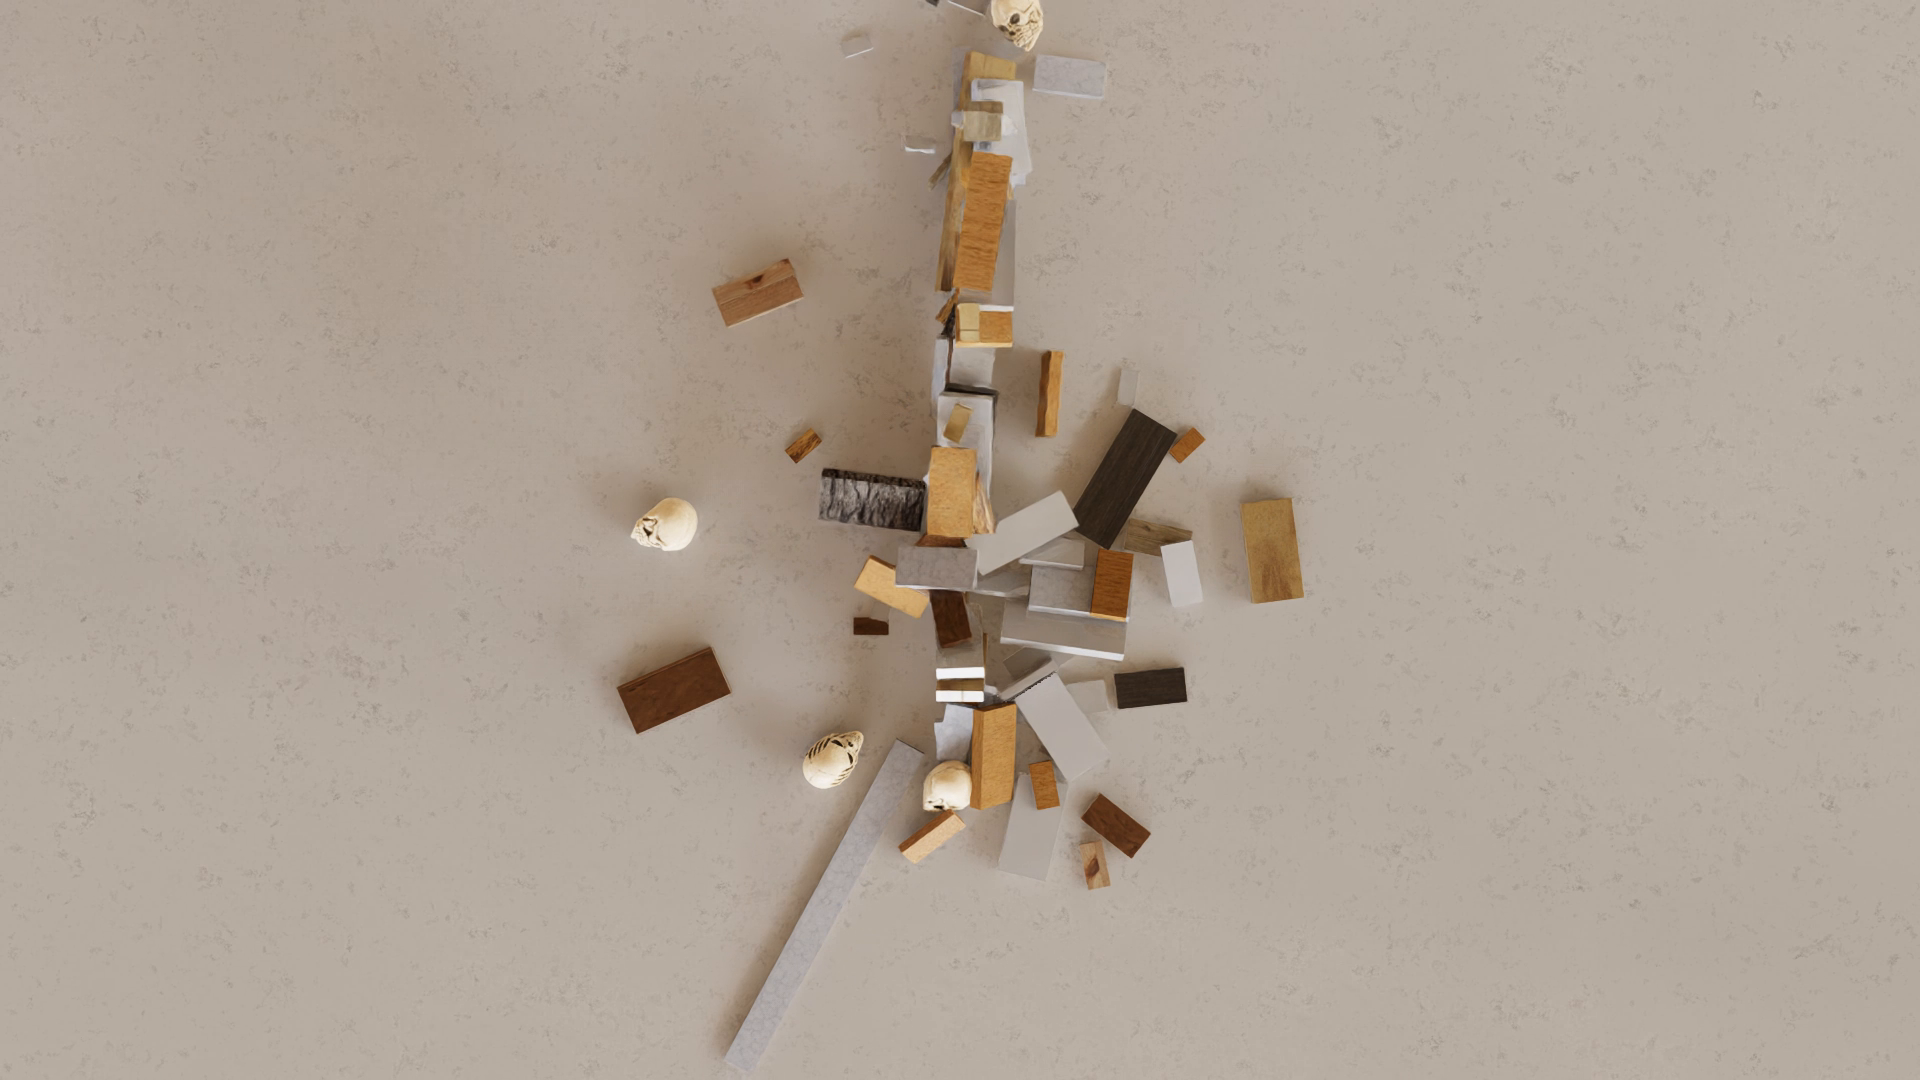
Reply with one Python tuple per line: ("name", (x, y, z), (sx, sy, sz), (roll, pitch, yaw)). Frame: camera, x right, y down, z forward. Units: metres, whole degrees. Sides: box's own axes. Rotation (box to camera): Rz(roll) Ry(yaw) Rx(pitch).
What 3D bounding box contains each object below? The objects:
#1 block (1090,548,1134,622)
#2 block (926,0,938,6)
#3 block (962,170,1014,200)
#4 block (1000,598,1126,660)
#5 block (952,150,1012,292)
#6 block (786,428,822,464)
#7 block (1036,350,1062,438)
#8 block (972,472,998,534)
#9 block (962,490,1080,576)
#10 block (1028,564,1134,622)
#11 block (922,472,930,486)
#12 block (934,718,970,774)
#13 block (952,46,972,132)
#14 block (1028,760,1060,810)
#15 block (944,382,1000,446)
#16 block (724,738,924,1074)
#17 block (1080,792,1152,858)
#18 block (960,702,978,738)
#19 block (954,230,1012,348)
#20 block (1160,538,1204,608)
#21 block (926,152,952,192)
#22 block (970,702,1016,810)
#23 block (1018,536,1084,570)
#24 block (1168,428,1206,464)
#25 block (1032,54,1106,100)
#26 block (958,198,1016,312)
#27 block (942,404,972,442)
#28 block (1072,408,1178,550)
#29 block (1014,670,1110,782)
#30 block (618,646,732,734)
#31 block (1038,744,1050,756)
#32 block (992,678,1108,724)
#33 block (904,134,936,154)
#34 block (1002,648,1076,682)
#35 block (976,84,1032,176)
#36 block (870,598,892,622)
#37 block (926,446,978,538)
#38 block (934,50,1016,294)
("block", (0.499, 0.148, 5.414), (0.116, 0.033, 0.231), (9, 66, 1))
("block", (-0.118, -1.807, 5.475), (0.100, 0.050, 0.014), (27, 90, 0))
("block", (0.087, -1.085, 5.069), (0.130, 0.259, 0.037), (2, 88, 8))
("block", (0.344, 0.285, 5.437), (0.405, 0.047, 0.167), (8, 61, 1))
("block", (0.066, -0.940, 4.874), (0.116, 0.033, 0.397), (10, 103, 5))
("block", (-0.520, -0.313, 5.492), (0.116, 0.016, 0.058), (-40, 90, 0))
("block", (0.294, -0.478, 5.429), (0.039, 0.137, 0.275), (5, 90, -9))
("block", (0.024, -0.116, 5.245), (0.131, 0.263, 0.037), (-1, 52, 16))
("block", (0.198, -0.022, 5.387), (0.372, 0.037, 0.131), (-27, 90, -15))
("block", (0.398, 0.167, 5.444), (0.334, 0.047, 0.167), (7, 66, 0))
("block", (-0.059, -0.211, 5.230), (0.114, 0.016, 0.057), (-39, 102, 22))
("block", (-0.027, 0.677, 5.443), (0.099, 0.028, 0.197), (-4, 115, 3))
("block", (0.012, -1.415, 5.491), (0.067, 0.019, 0.452), (-1, 90, 0))
("block", (0.278, 0.809, 5.443), (0.076, 0.022, 0.152), (-11, 90, 0))
("block", (0.021, -0.322, 5.256), (0.169, 0.048, 0.338), (9, 114, 6))
("block", (-0.450, 1.217, 5.485), (0.107, 0.030, 1.207), (28, 90, 0))
("block", (0.518, 0.949, 5.485), (0.214, 0.030, 0.107), (38, 90, 0))
("block", (0.003, 0.568, 5.422), (0.099, 0.028, 0.197), (11, 133, 0))
("block", (0.070, -0.765, 5.028), (0.169, 0.048, 0.355), (0, 79, -4))
("block", (0.735, 0.109, 5.462), (0.105, 0.030, 0.211), (-12, 100, 5))
("block", (-0.063, -1.217, 5.450), (0.019, 0.067, 0.134), (36, 75, 0))
("block", (0.109, 0.705, 5.399), (0.046, 0.164, 0.328), (9, 101, 41))
("block", (0.304, 0.037, 5.459), (0.211, 0.030, 0.105), (7, 58, 0))
("block", (0.755, -0.315, 5.492), (0.116, 0.016, 0.058), (-44, 90, 0))
("block", (0.364, -1.540, 5.484), (0.231, 0.033, 0.116), (7, 90, 0))
("block", (0.083, -0.862, 4.990), (0.168, 0.048, 0.336), (2, 80, 0))
("block", (-0.008, -0.365, 5.154), (0.057, 0.016, 0.114), (24, 115, -1))
("block", (0.533, -0.201, 5.476), (0.170, 0.048, 0.447), (31, 90, 0))
("block", (0.335, 0.614, 5.448), (0.164, 0.046, 0.328), (-33, 92, 1))
("block", (-0.947, 0.497, 5.476), (0.339, 0.048, 0.170), (-24, 90, 0))
("block", (0.346, 0.696, 5.489), (0.152, 0.022, 0.076), (22, 90, 0))
("block", (0.299, 0.541, 5.485), (0.375, 0.030, 0.104), (-8, 90, 0))
("block", (-0.126, -1.243, 5.175), (0.100, 0.014, 0.050), (0, 67, -20))
("block", (0.269, 0.389, 5.484), (0.231, 0.033, 0.116), (-33, 90, 0))
("block", (0.145, -1.332, 5.379), (0.130, 0.037, 0.281), (-16, 100, -24))
("block", (-0.257, 0.210, 5.482), (0.059, 0.017, 0.117), (13, 80, 0))
("block", (-0.026, -0.150, 5.124), (0.137, 0.039, 0.274), (5, 98, 15))
("block", (0.052, -1.198, 5.442), (0.168, 0.048, 0.790), (7, 90, -26))
